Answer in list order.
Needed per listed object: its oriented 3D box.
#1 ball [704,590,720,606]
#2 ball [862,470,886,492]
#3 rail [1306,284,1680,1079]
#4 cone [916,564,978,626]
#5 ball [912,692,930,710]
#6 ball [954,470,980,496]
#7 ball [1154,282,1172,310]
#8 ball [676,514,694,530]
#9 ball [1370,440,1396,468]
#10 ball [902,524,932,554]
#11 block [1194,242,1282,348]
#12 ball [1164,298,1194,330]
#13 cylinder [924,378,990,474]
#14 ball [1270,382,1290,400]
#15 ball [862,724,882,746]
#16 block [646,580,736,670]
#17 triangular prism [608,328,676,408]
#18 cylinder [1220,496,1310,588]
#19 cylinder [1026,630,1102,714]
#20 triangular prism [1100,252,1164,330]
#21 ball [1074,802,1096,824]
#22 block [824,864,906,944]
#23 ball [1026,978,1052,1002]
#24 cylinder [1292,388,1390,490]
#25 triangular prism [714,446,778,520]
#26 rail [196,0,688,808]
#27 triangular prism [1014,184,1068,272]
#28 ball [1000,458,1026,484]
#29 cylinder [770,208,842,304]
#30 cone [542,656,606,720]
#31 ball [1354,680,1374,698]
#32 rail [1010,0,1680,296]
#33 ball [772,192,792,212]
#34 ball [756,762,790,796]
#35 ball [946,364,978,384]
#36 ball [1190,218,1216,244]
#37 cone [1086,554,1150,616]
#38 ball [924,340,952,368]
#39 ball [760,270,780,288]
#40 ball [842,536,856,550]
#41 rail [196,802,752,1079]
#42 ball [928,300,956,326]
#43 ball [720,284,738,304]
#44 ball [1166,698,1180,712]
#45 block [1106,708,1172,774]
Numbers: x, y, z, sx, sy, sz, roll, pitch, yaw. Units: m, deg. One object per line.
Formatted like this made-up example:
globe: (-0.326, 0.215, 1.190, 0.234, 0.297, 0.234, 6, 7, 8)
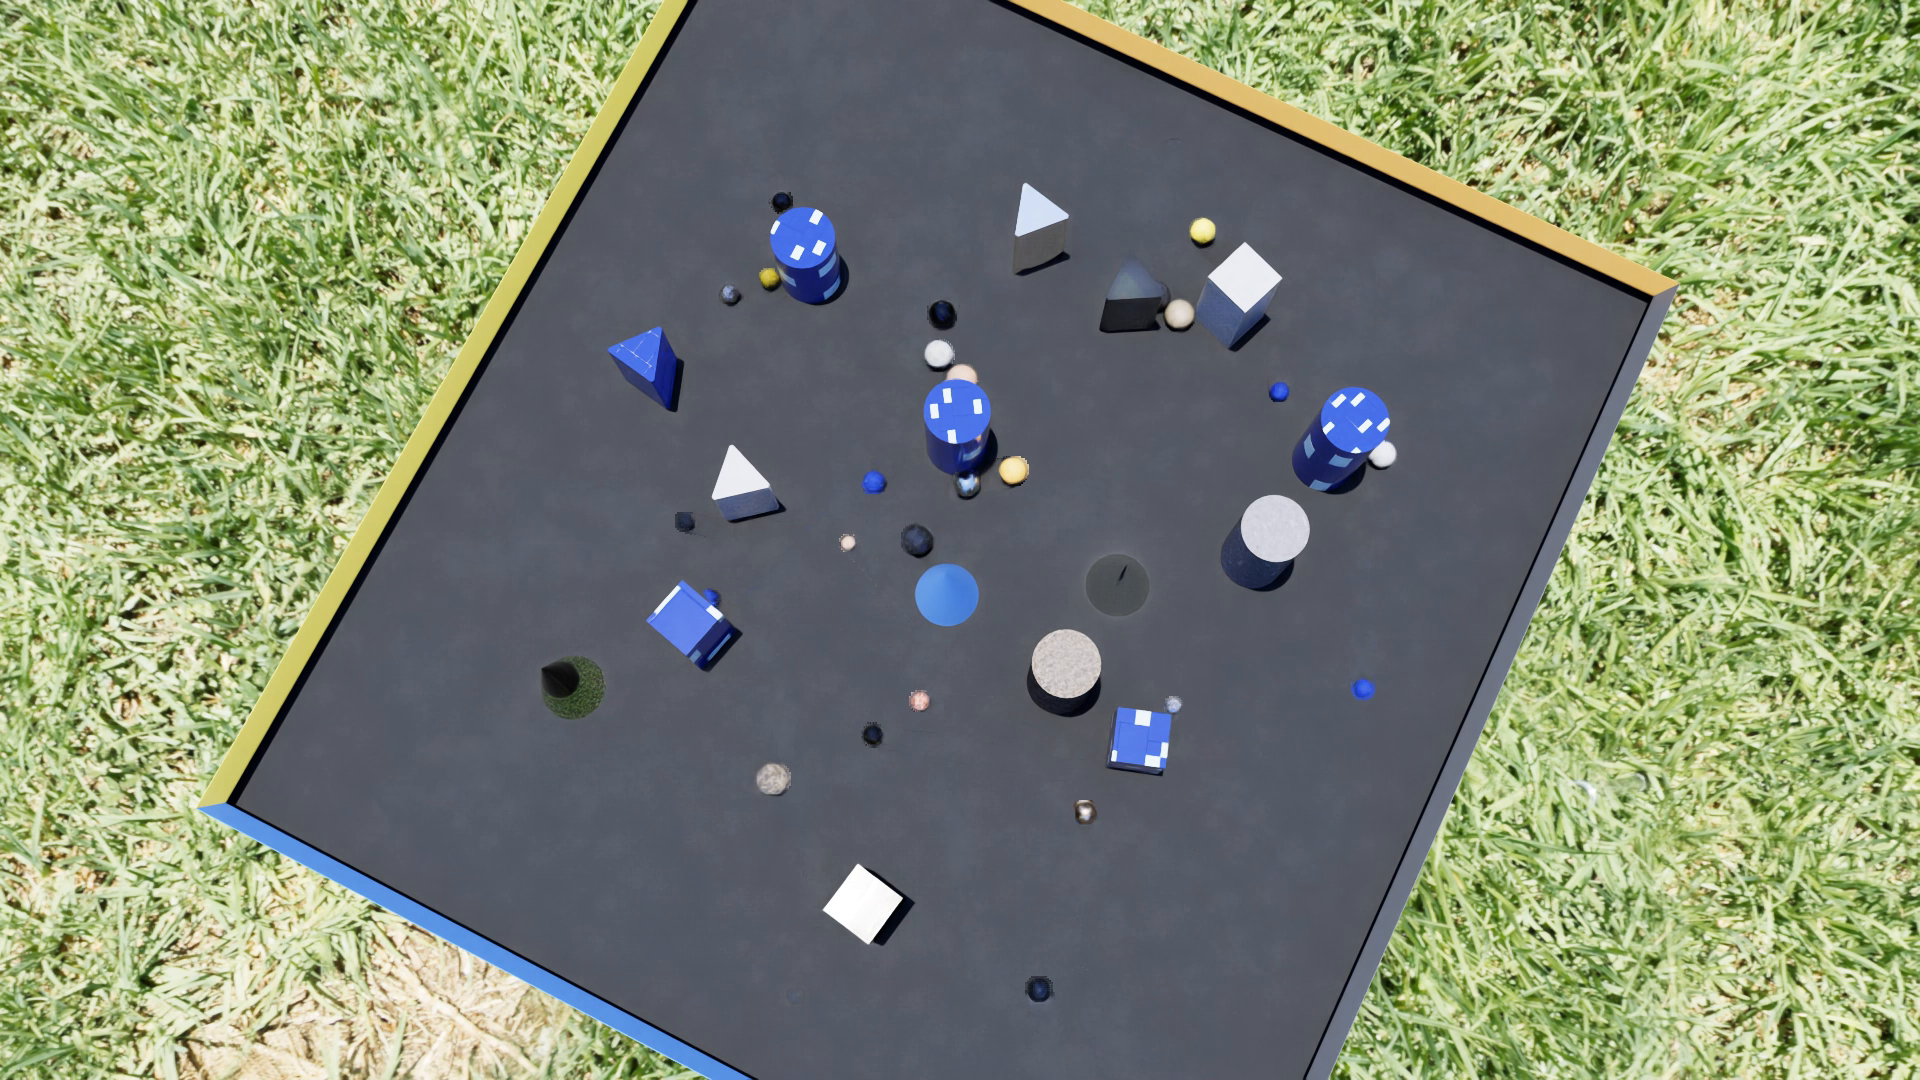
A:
ball: (-0.754, 0.178, 5.555, 0.048, 0.048, 0.048, 0, 78, 0)
ball: (-0.264, -0.179, 5.618, 0.069, 0.069, 0.069, 0, 78, 0)
rail: (1.436, 0.710, 5.404, 0.045, 0.126, 3.425, 26, 80, 5)
cone: (-0.040, 0.130, 5.404, 0.194, 0.364, 0.194, 0, 78, 0)
ball: (-0.118, 0.483, 5.489, 0.055, 0.055, 0.055, 0, 78, 0)
ball: (0.021, -0.172, 5.611, 0.081, 0.081, 0.081, 0, 78, 0)
ball: (0.616, -0.763, 5.730, 0.088, 0.088, 0.088, 0, 78, 0)
ball: (-0.841, -0.056, 5.602, 0.051, 0.051, 0.051, 0, 78, 0)
ball: (1.298, -0.263, 5.629, 0.082, 0.082, 0.082, 0, 78, 0)
ball: (-0.129, 0.000, 5.570, 0.092, 0.092, 0.092, 0, 78, 0)
block: (0.842, -0.740, 5.587, 0.155, 0.357, 0.155, -43, 81, -8)
ball: (0.685, -0.704, 5.714, 0.094, 0.094, 0.094, 0, 78, 0)
cylinder: (-0.008, -0.334, 5.489, 0.194, 0.385, 0.194, 0, 78, 0)
ball: (0.992, -0.461, 5.682, 0.058, 0.058, 0.058, 0, 78, 0)
ball: (-0.260, 0.582, 5.465, 0.061, 0.061, 0.061, 0, 78, 0)
block: (-0.790, 0.254, 5.405, 0.155, 0.311, 0.155, 40, 81, 8)
triangular prism: (-0.931, -0.543, 5.573, 0.168, 0.304, 0.146, 35, 80, 7)
cylinder: (0.893, 0.010, 5.399, 0.194, 0.422, 0.194, 0, 78, 0)
cylinder: (0.298, 0.387, 5.331, 0.194, 0.402, 0.194, 0, 78, 0)
triangular prism: (0.517, -0.766, 5.624, 0.168, 0.296, 0.146, -4, 78, -1)
ball: (0.371, 0.806, 5.416, 0.066, 0.066, 0.066, 0, 78, 0)
block: (-0.267, 1.038, 5.220, 0.155, 0.356, 0.155, 36, 81, 7)
ball: (0.229, 1.304, 5.311, 0.071, 0.071, 0.071, 0, 78, 0)
cylinder: (1.123, -0.294, 5.437, 0.194, 0.470, 0.194, 0, 78, 0)
triangular prism: (-0.655, -0.179, 5.503, 0.168, 0.294, 0.146, -13, 79, -3)
rail: (-1.436, -0.696, 5.695, 0.045, 0.126, 3.425, 26, 80, 5)
triangular prism: (0.220, -0.972, 5.651, 0.168, 0.326, 0.146, -21, 79, -4)
ball: (0.162, -0.212, 5.618, 0.083, 0.083, 0.083, 0, 78, 0)
cylinder: (-0.471, -0.873, 5.637, 0.194, 0.314, 0.194, 0, 78, 0)
cone: (-1.166, 0.401, 5.313, 0.194, 0.432, 0.194, 0, 78, 0)
ball: (1.210, 0.445, 5.495, 0.057, 0.057, 0.057, 0, 78, 0)
rail: (0.755, -1.472, 5.856, 3.258, 0.126, 0.045, 26, 80, 5)
ball: (-0.565, -1.071, 5.807, 0.061, 0.061, 0.061, 0, 78, 0)
ball: (-0.553, 0.708, 5.421, 0.096, 0.096, 0.096, 0, 78, 0)
ball: (0.006, -0.494, 5.669, 0.097, 0.097, 0.097, 0, 78, 0)
ball: (0.767, -0.973, 5.778, 0.079, 0.079, 0.079, 0, 78, 0)
cone: (0.480, 0.103, 5.417, 0.194, 0.349, 0.194, 0, 78, 0)
ball: (-0.067, -0.576, 5.691, 0.088, 0.088, 0.088, 0, 78, 0)
ball: (-0.597, -0.820, 5.756, 0.059, 0.059, 0.059, 0, 78, 0)
ball: (-0.340, 0.009, 5.593, 0.042, 0.042, 0.042, 0, 78, 0)
rail: (-0.755, 1.486, 5.244, 3.258, 0.126, 0.045, 26, 80, 5)
ball: (-0.056, -0.707, 5.720, 0.083, 0.083, 0.083, 0, 78, 0)
ball: (-0.724, -0.772, 5.746, 0.059, 0.059, 0.059, 0, 78, 0)
ball: (0.640, 0.497, 5.492, 0.043, 0.043, 0.043, 0, 78, 0)
block: (0.521, 0.591, 5.374, 0.155, 0.235, 0.155, 8, 78, 2)
